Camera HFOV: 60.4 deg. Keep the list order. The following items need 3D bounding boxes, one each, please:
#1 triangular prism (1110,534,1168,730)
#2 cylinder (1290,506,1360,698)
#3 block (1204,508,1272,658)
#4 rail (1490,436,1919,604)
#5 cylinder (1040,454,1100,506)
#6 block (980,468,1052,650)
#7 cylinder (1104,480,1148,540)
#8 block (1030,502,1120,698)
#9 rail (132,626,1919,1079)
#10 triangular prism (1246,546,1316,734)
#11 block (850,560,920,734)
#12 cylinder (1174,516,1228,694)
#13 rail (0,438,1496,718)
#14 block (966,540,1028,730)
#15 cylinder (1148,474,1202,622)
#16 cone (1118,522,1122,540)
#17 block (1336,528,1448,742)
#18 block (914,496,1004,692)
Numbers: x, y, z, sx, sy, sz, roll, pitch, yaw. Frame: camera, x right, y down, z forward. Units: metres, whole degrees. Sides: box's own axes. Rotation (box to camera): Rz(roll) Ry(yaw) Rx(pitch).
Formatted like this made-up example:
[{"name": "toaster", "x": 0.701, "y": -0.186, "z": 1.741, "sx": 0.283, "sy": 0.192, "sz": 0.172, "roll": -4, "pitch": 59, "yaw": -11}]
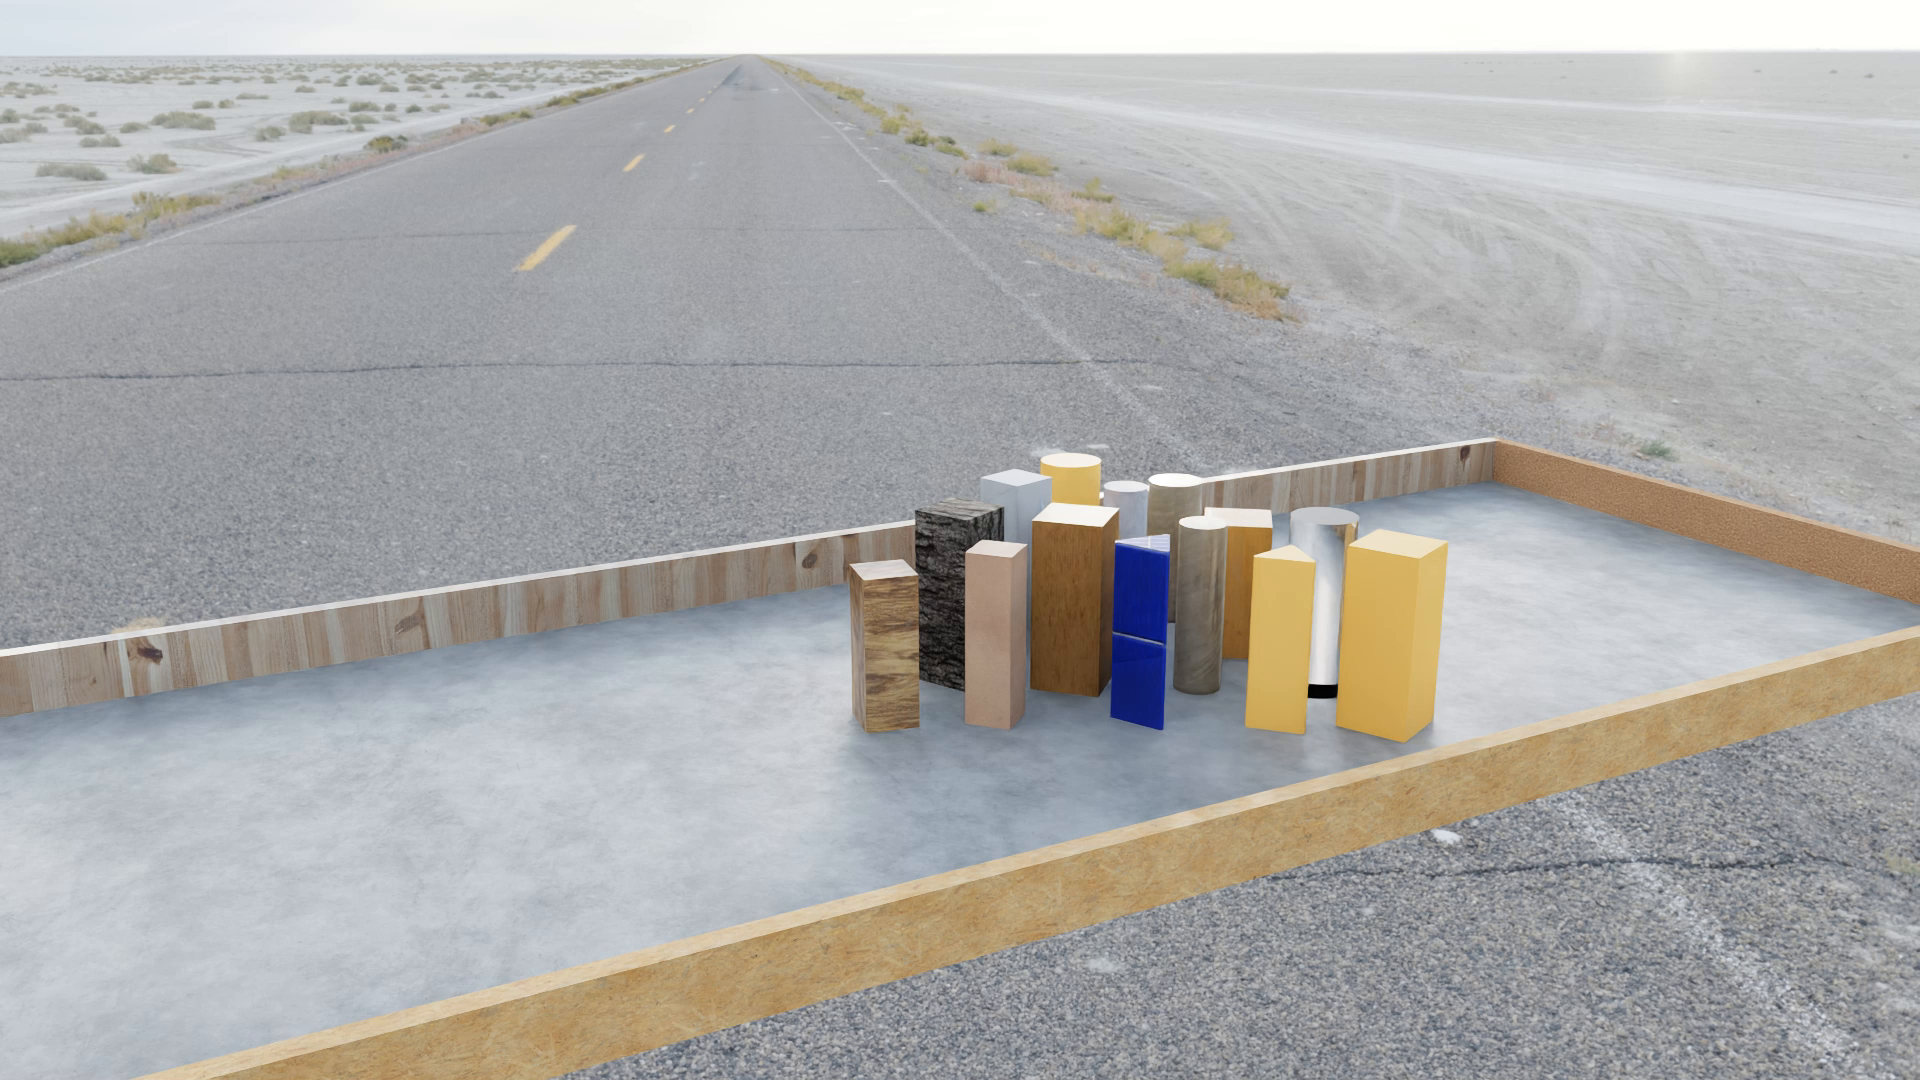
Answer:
[{"name": "triangular prism", "x": 0.451, "y": 0.209, "z": 3.872, "sx": 0.141, "sy": 0.435, "sz": 0.122, "roll": 12, "pitch": 20, "yaw": 35}, {"name": "cylinder", "x": 0.882, "y": 0.153, "z": 4.048, "sx": 0.163, "sy": 0.442, "sz": 0.163, "roll": 0, "pitch": 16, "yaw": 0}, {"name": "block", "x": 0.723, "y": 0.113, "z": 4.336, "sx": 0.172, "sy": 0.358, "sz": 0.172, "roll": 2, "pitch": 17, "yaw": 8}, {"name": "rail", "x": 2.466, "y": -0.048, "z": 5.253, "sx": 0.050, "sy": 0.150, "sz": 2.100, "roll": -9, "pitch": 18, "yaw": -27}, {"name": "cylinder", "x": 0.305, "y": -0.009, "z": 4.604, "sx": 0.166, "sy": 0.440, "sz": 0.166, "roll": 0, "pitch": 16, "yaw": 0}, {"name": "block", "x": 0.146, "y": 0.056, "z": 4.353, "sx": 0.131, "sy": 0.457, "sz": 0.131, "roll": 16, "pitch": 22, "yaw": 42}, {"name": "cylinder", "x": 0.483, "y": -0.010, "z": 4.844, "sx": 0.128, "sy": 0.306, "sz": 0.128, "roll": 0, "pitch": 16, "yaw": 0}, {"name": "block", "x": 0.284, "y": 0.146, "z": 4.087, "sx": 0.174, "sy": 0.435, "sz": 0.174, "roll": 5, "pitch": 17, "yaw": 18}, {"name": "rail", "x": -2.336, "y": 1.006, "z": 1.665, "sx": 12.000, "sy": 0.150, "sz": 0.050, "roll": -9, "pitch": 18, "yaw": -27}, {"name": "triangular prism", "x": 0.753, "y": 0.228, "z": 3.841, "sx": 0.137, "sy": 0.417, "sz": 0.119, "roll": 6, "pitch": 17, "yaw": 19}, {"name": "block", "x": -0.176, "y": 0.247, "z": 3.851, "sx": 0.129, "sy": 0.373, "sz": 0.129, "roll": -5, "pitch": 17, "yaw": -17}, {"name": "cylinder", "x": 0.590, "y": 0.161, "z": 4.054, "sx": 0.118, "sy": 0.424, "sz": 0.118, "roll": 0, "pitch": 16, "yaw": 0}, {"name": "rail", "x": -3.305, "y": 0.497, "z": 3.399, "sx": 12.000, "sy": 0.150, "sz": 0.050, "roll": -9, "pitch": 18, "yaw": -27}, {"name": "block", "x": 0.084, "y": 0.221, "z": 3.857, "sx": 0.112, "sy": 0.420, "sz": 0.112, "roll": 6, "pitch": 17, "yaw": 20}, {"name": "cylinder", "x": 0.593, "y": 0.022, "z": 4.587, "sx": 0.147, "sy": 0.390, "sz": 0.147, "roll": 0, "pitch": 16, "yaw": 0}, {"name": "cone", "x": 0.409, "y": 0.103, "z": 4.349, "sx": 0.150, "sy": 0.370, "sz": 0.150, "roll": 0, "pitch": 16, "yaw": 0}, {"name": "block", "x": 1.001, "y": 0.219, "z": 3.826, "sx": 0.170, "sy": 0.441, "sz": 0.170, "roll": 12, "pitch": 20, "yaw": 36}, {"name": "block", "x": 0.000, "y": 0.134, "z": 4.117, "sx": 0.158, "sy": 0.441, "sz": 0.158, "roll": 12, "pitch": 20, "yaw": 34}]
